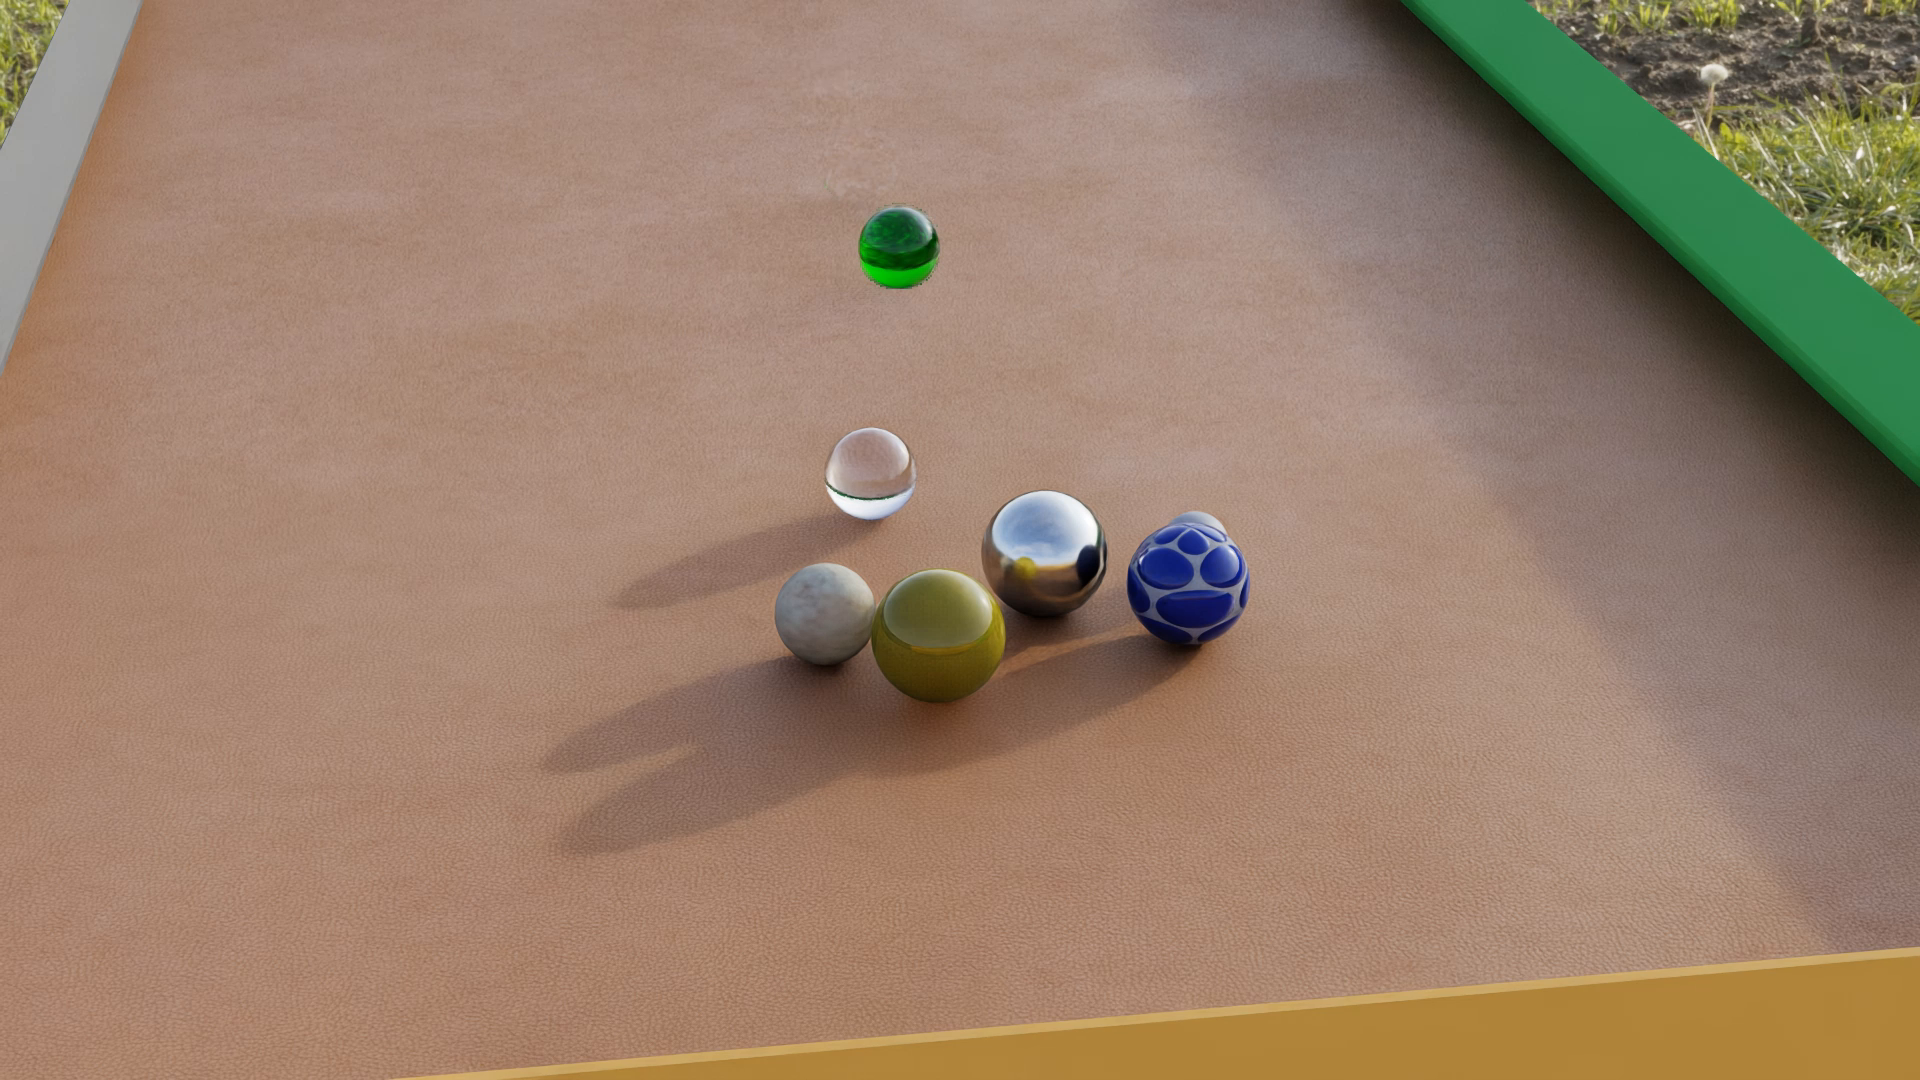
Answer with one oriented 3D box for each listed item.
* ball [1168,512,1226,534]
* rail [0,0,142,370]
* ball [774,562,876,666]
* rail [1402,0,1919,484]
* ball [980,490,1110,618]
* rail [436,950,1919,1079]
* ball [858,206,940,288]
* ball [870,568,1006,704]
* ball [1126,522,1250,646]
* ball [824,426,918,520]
[{"bbox_3d":[0.159,0.004,1.992,0.046,0.046,0.046,0,26,0],"label":"ball"},{"bbox_3d":[-0.782,-0.259,2.466,0.045,0.110,2.673,-4,26,-8],"label":"rail"},{"bbox_3d":[-0.086,0.047,1.879,0.065,0.065,0.065,0,26,0],"label":"ball"},{"bbox_3d":[0.585,-0.347,2.650,0.045,0.110,2.673,-4,26,-8],"label":"rail"},{"bbox_3d":[0.056,0.009,1.937,0.085,0.085,0.085,0,26,0],"label":"ball"},{"bbox_3d":[0.095,0.257,1.387,1.429,0.110,0.045,-4,26,-8],"label":"rail"},{"bbox_3d":[-0.051,-0.248,2.492,0.069,0.069,0.069,0,26,0],"label":"ball"},{"bbox_3d":[-0.013,0.059,1.831,0.085,0.085,0.085,0,26,0],"label":"ball"},{"bbox_3d":[0.148,0.028,1.901,0.080,0.080,0.080,0,26,0],"label":"ball"},{"bbox_3d":[-0.063,-0.047,2.074,0.066,0.066,0.066,0,26,0],"label":"ball"}]
